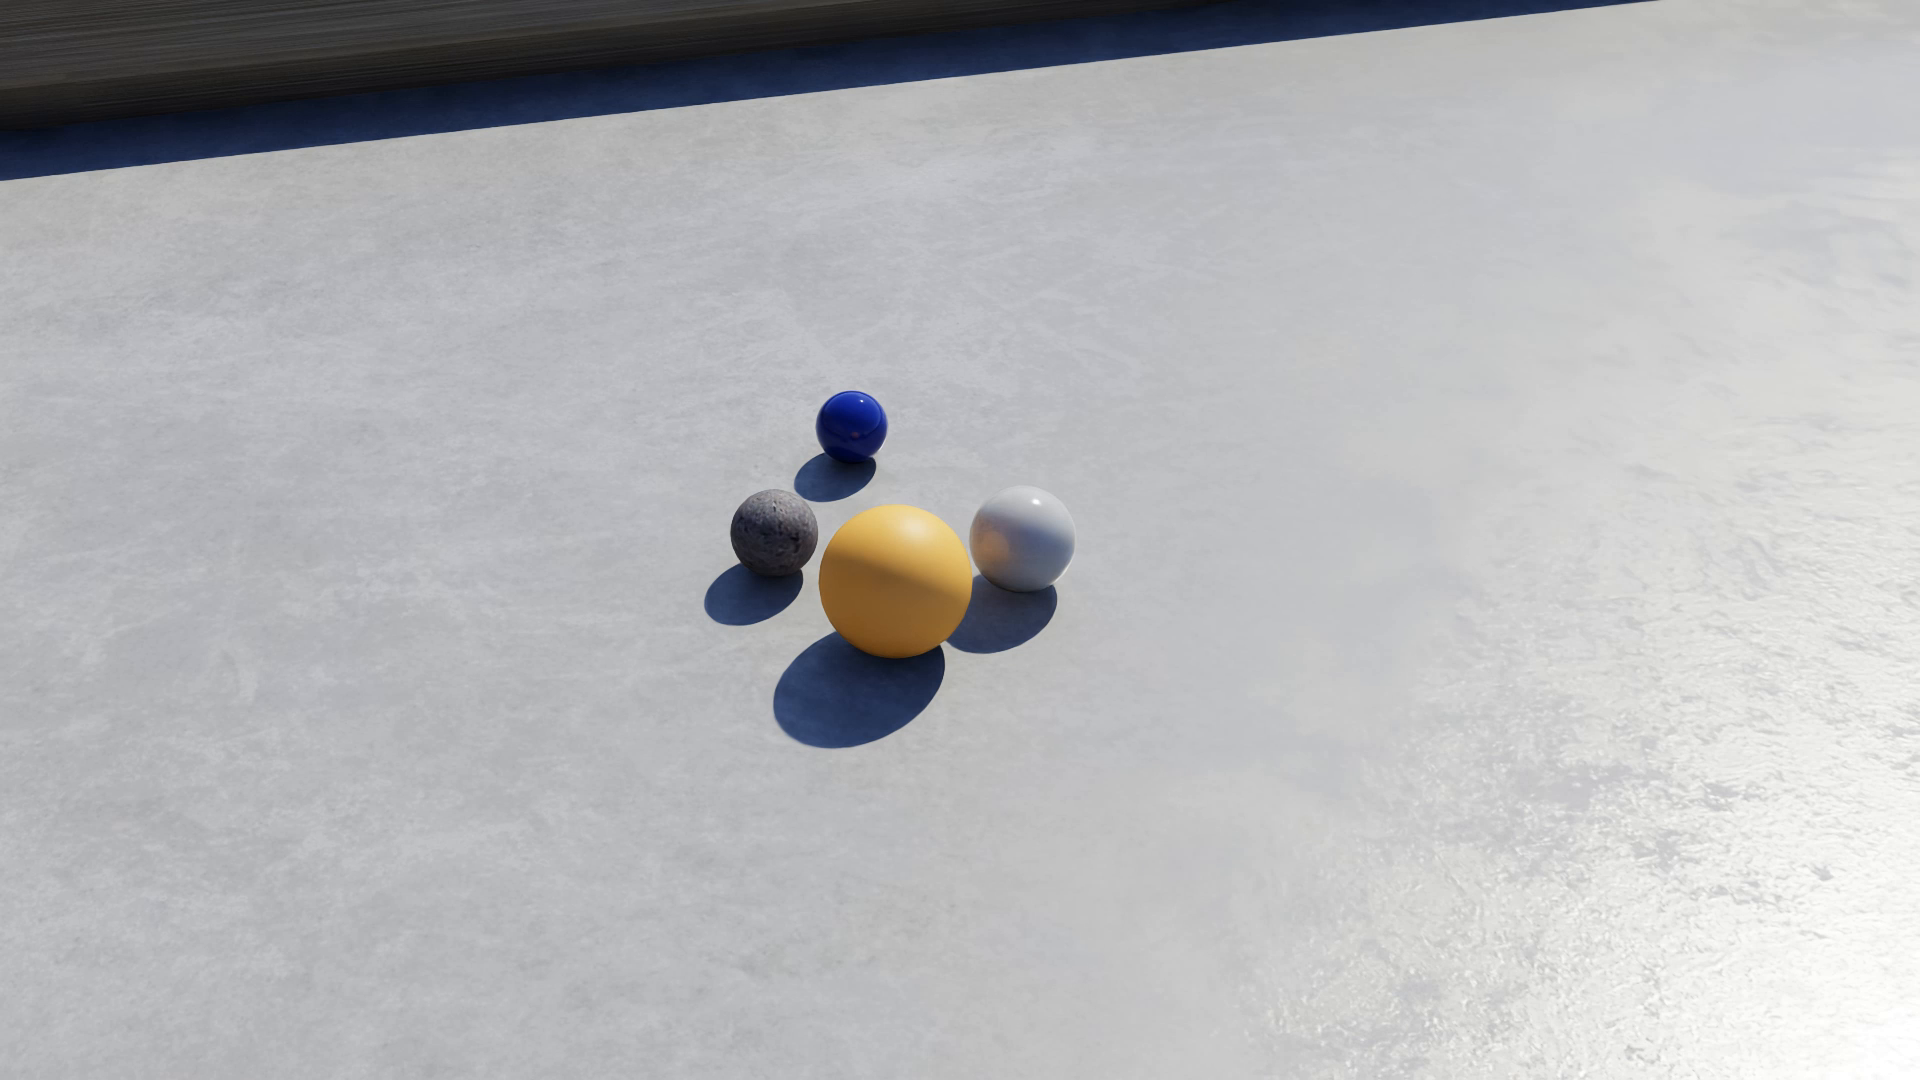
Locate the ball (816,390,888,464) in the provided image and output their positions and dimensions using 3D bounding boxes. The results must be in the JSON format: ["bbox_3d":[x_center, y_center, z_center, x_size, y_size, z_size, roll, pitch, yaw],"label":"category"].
[{"bbox_3d":[-0.071,-0.075,1.697,0.049,0.049,0.049,0,36,0],"label":"ball"}]

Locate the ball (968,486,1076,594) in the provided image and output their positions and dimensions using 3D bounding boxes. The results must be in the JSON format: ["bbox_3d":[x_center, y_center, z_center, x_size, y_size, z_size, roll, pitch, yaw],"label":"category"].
[{"bbox_3d":[0.039,0.000,1.580,0.067,0.067,0.067,0,36,0],"label":"ball"}]

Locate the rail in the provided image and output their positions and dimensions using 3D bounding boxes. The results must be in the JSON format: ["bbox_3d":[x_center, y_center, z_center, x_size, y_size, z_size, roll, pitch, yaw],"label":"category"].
[{"bbox_3d":[0.517,-0.559,2.304,2.887,0.119,0.045,-8,37,-11],"label":"rail"}]

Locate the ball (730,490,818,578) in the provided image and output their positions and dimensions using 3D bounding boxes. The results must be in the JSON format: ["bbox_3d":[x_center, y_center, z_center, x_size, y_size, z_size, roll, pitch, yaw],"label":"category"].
[{"bbox_3d":[-0.115,-0.004,1.595,0.055,0.055,0.055,0,36,0],"label":"ball"}]

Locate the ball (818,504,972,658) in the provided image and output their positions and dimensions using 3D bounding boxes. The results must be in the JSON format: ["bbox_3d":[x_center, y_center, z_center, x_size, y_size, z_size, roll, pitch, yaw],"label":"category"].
[{"bbox_3d":[-0.038,0.025,1.524,0.092,0.092,0.092,0,36,0],"label":"ball"}]
